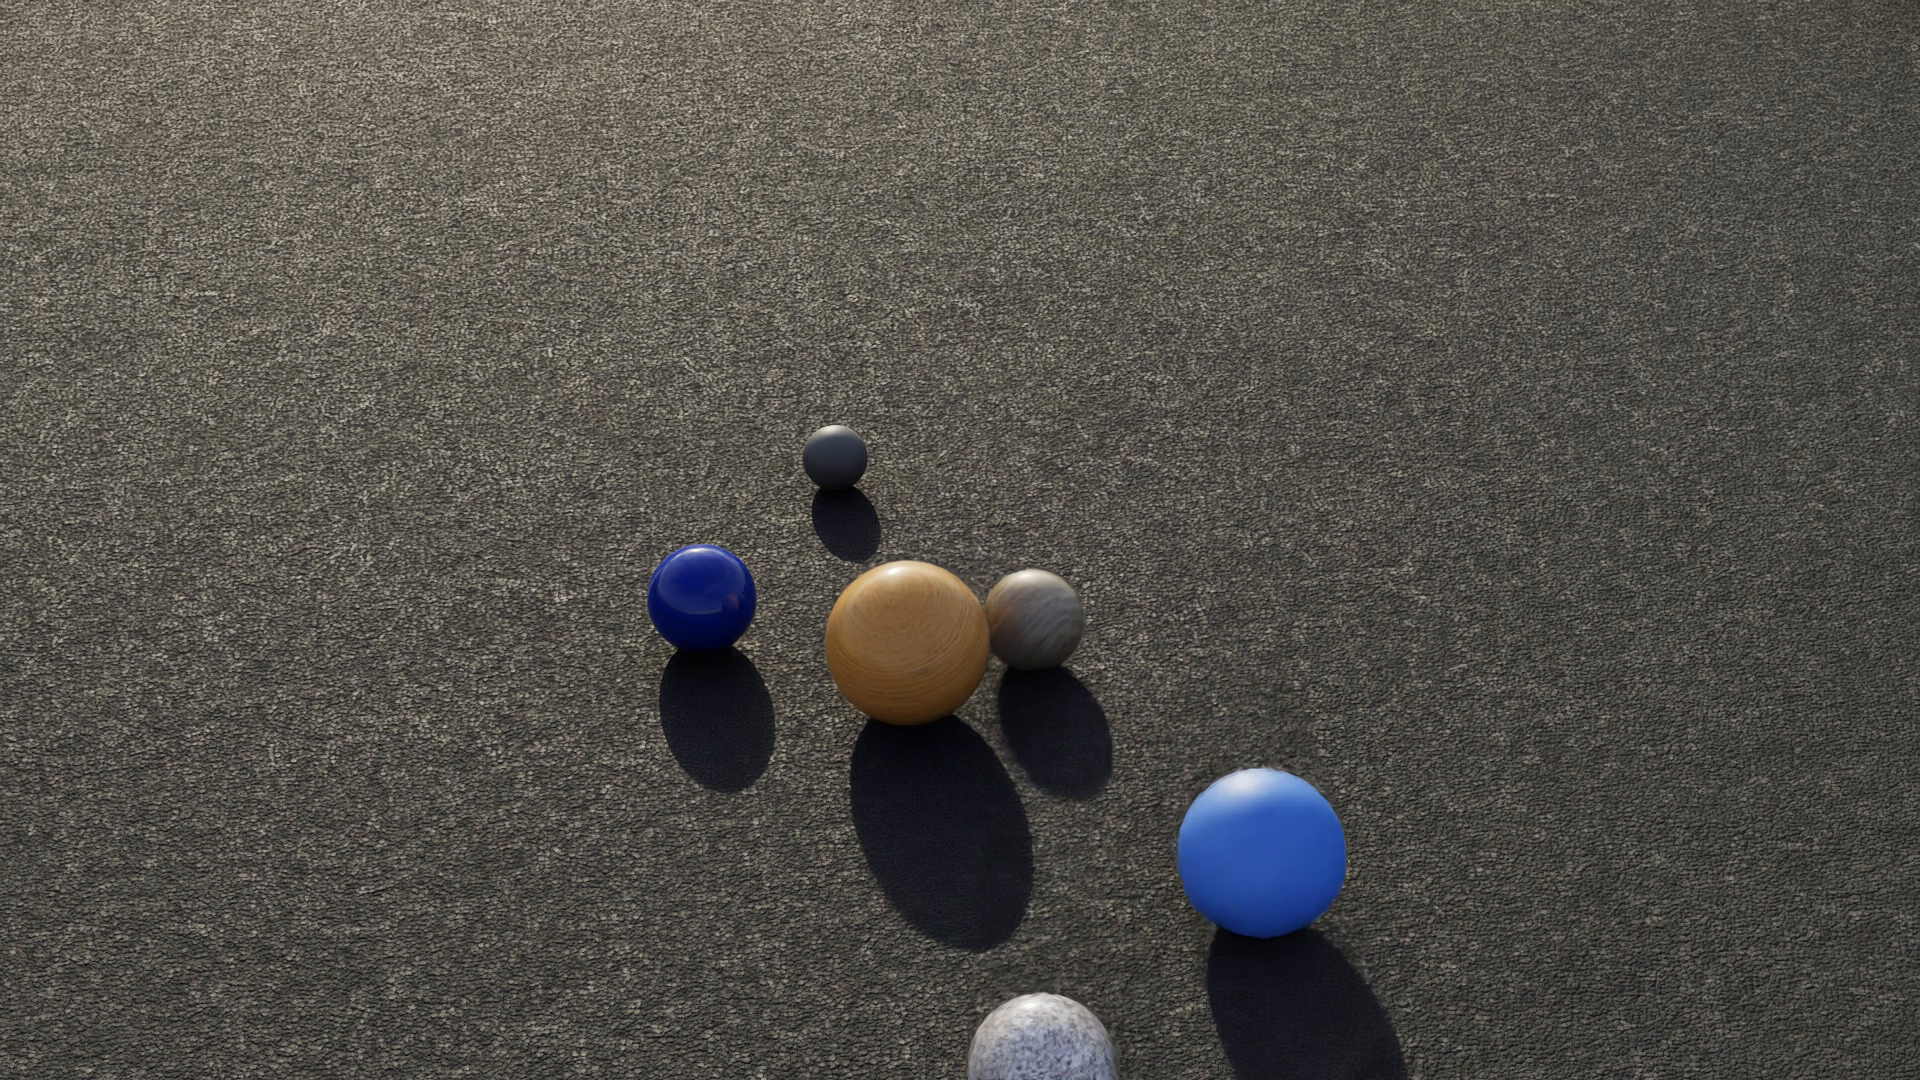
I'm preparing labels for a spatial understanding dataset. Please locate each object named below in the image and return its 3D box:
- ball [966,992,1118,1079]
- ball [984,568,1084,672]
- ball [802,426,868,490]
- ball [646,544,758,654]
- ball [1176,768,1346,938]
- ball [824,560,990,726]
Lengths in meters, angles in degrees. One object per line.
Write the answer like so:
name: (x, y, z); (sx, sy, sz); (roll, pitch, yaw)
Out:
ball: (0.036, 0.235, 1.306); (0.067, 0.067, 0.067); (0, 30, 0)
ball: (0.041, 0.045, 1.647); (0.058, 0.058, 0.058); (0, 30, 0)
ball: (-0.078, -0.051, 1.832); (0.041, 0.041, 0.041); (0, 30, 0)
ball: (-0.146, 0.033, 1.663); (0.062, 0.062, 0.062); (0, 30, 0)
ball: (0.147, 0.153, 1.434); (0.082, 0.082, 0.082); (0, 30, 0)
ball: (-0.028, 0.056, 1.596); (0.090, 0.090, 0.090); (0, 30, 0)
